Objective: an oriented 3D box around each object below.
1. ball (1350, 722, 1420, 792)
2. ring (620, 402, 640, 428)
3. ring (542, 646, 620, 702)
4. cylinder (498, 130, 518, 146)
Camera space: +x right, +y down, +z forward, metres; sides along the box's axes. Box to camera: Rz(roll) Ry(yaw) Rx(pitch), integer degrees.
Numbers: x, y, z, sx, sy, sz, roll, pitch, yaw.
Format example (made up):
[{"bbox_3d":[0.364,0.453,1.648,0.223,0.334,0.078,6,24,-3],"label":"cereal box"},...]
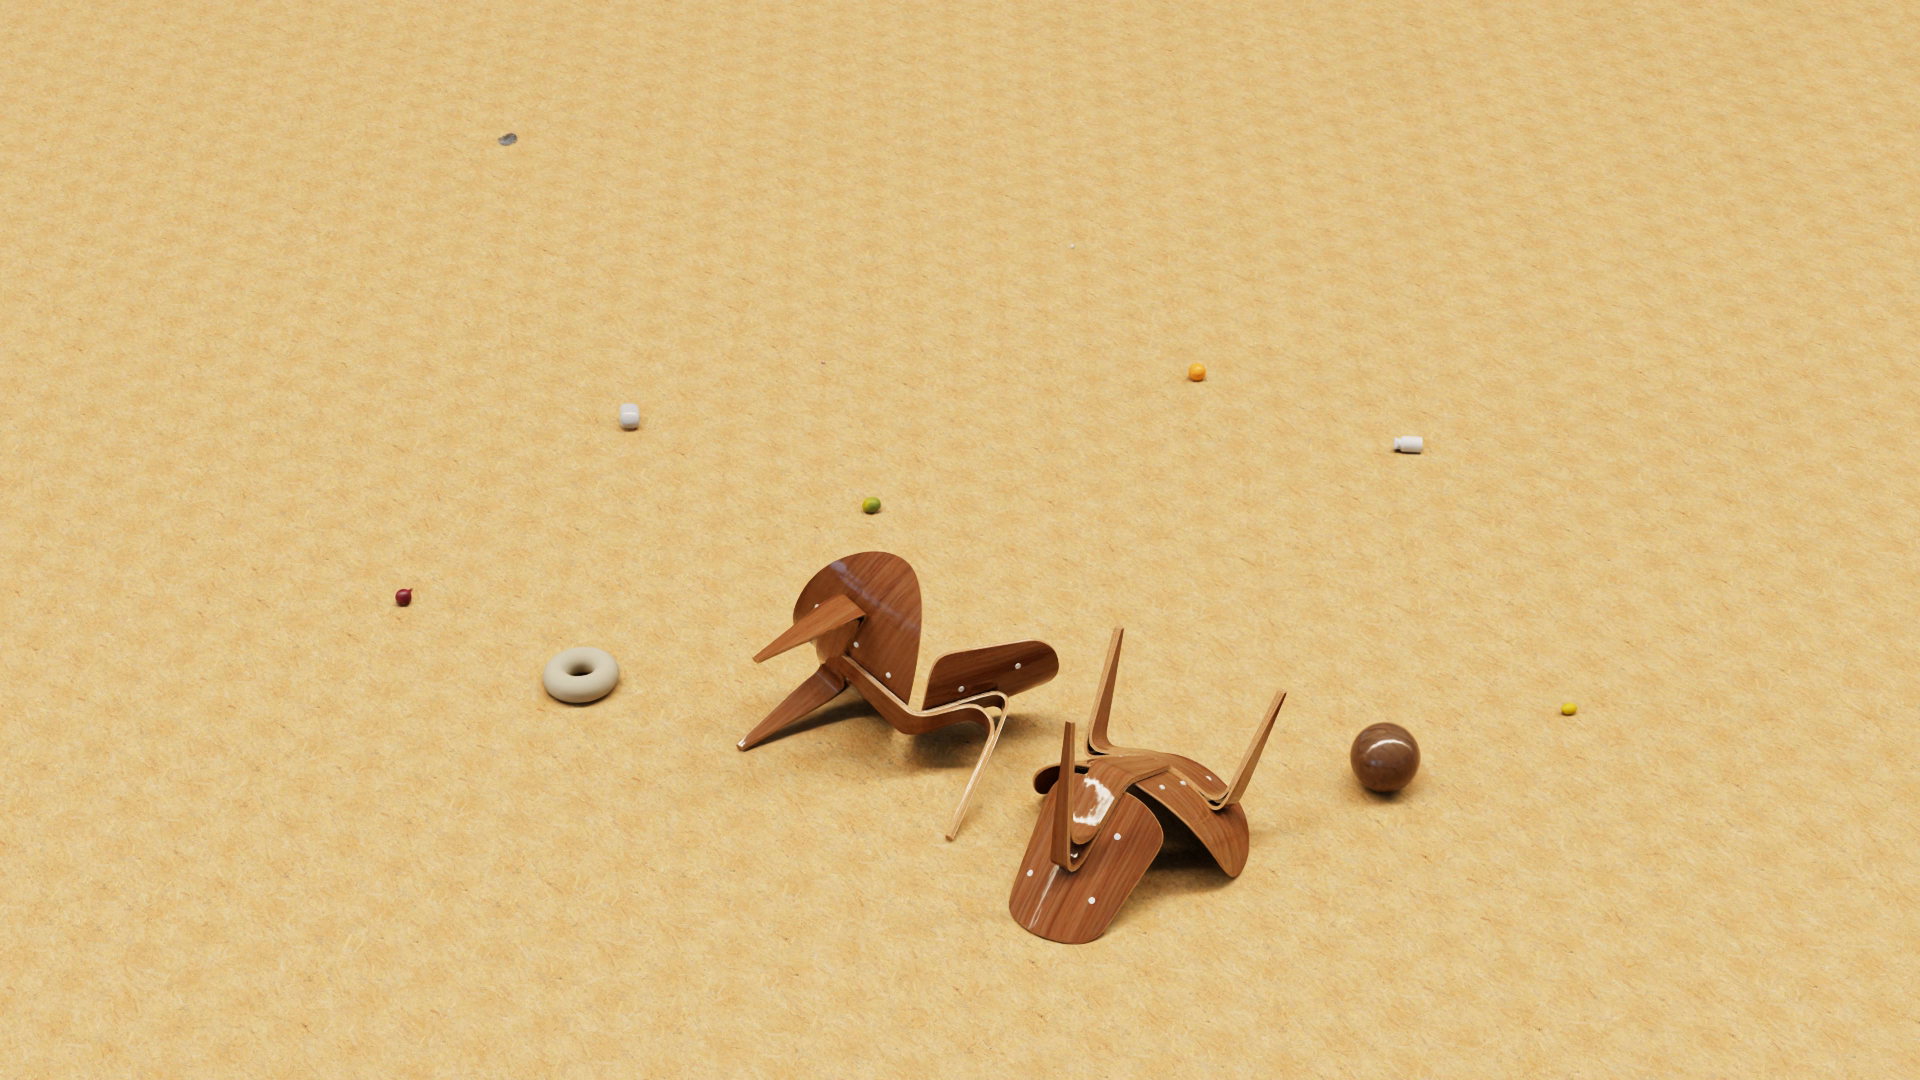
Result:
[{"bbox_3d":[1.399,0.715,9.649,0.232,0.232,0.232,0,33,0],"label":"ball"},{"bbox_3d":[-1.310,-0.492,11.618,0.074,0.083,0.121,-1,46,-11],"label":"ring"},{"bbox_3d":[-1.313,0.466,10.155,0.264,0.092,0.272,9,34,16],"label":"ring"},{"bbox_3d":[-2.124,-1.884,13.771,0.058,0.034,0.073,31,59,17],"label":"cylinder"}]
